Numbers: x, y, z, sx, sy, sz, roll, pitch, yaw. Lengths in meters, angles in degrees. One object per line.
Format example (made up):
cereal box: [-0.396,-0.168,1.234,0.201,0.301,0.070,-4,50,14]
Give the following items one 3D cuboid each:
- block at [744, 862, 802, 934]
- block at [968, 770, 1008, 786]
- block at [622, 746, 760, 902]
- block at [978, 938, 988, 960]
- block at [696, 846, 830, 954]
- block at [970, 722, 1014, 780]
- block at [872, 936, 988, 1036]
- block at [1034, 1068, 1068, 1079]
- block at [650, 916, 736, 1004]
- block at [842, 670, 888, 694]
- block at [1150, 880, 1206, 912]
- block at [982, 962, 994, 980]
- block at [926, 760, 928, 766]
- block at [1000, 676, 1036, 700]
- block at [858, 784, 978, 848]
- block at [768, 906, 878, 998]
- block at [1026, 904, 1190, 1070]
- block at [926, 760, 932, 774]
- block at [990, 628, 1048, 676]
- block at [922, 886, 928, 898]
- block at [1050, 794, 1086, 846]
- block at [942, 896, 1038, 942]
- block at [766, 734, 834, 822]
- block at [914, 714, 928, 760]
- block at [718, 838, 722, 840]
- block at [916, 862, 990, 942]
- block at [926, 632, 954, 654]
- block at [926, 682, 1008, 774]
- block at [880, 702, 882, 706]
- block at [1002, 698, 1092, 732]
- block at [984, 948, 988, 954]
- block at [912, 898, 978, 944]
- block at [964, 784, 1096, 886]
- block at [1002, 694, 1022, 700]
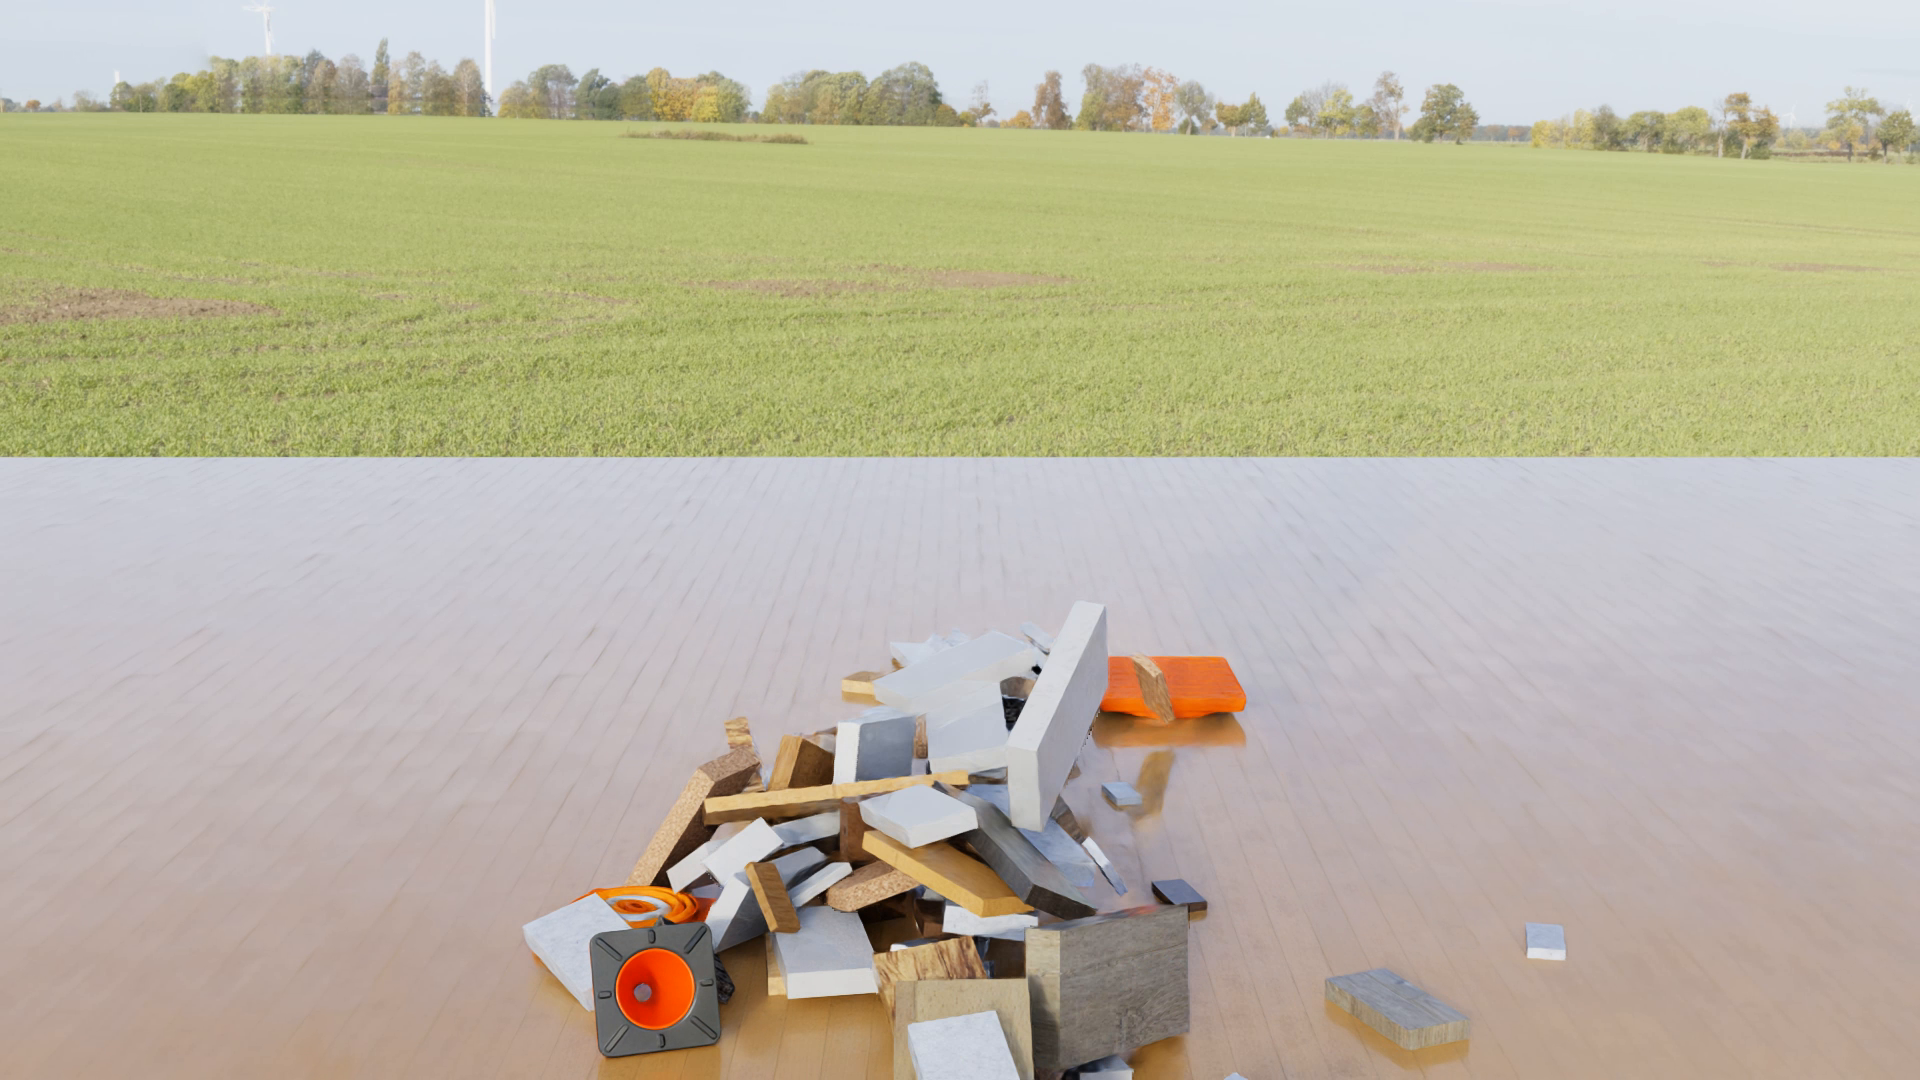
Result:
block: [-0.281,0.537,3.305,0.016,0.112,0.056,-39,-30,22]
block: [0.029,0.469,3.974,0.122,0.035,0.244,7,30,2]
block: [-0.444,0.470,3.634,0.039,0.275,0.138,40,25,15]
block: [0.006,0.633,3.332,0.048,0.014,0.095,5,25,18]
block: [-0.304,0.558,3.421,0.035,0.124,0.248,34,17,20]
block: [0.034,0.380,4.049,0.122,0.035,0.244,7,12,5]
block: [-0.015,0.621,2.796,0.134,0.038,0.268,-9,35,-12]
block: [0.127,0.655,2.911,0.023,0.081,0.163,-8,22,33]
block: [-0.399,0.624,3.277,0.095,0.027,0.190,34,-1,-20]
block: [-0.165,0.330,4.998,0.186,0.026,0.093,5,12,26]
block: [0.361,0.588,3.634,0.056,0.016,0.112,-3,11,-15]
block: [-0.023,0.607,3.037,0.134,0.038,0.268,-1,-8,2]
block: [-0.002,0.413,4.384,0.132,0.037,0.264,-1,21,-2]
block: [0.116,0.291,4.356,0.142,0.040,0.283,13,-3,-2]
block: [-0.066,0.423,3.387,0.110,0.031,0.220,-14,9,-20]
block: [-0.206,0.613,3.293,0.135,0.038,0.269,-2,11,-11]
block: [0.204,0.596,2.962,0.050,0.176,0.352,-3,-4,33]
block: [0.007,0.423,4.187,0.132,0.037,0.264,7,31,3]
block: [0.153,0.272,5.113,0.109,0.031,0.219,44,-12,-27]
block: [0.003,0.553,3.582,0.117,0.033,0.233,3,27,3]
block: [0.154,0.446,3.678,0.029,0.104,0.208,-38,-24,-6]
block: [0.044,0.551,3.317,0.135,0.038,0.269,7,2,0]
block: [-0.238,0.439,3.789,0.039,0.136,0.273,8,-16,30]
block: [-0.037,0.363,4.407,0.132,0.037,0.264,4,22,14]
block: [-0.379,0.532,3.675,0.077,0.022,0.154,-41,-26,19]
block: [0.017,0.548,3.517,0.117,0.033,0.233,10,28,10]
block: [0.005,0.283,5.047,0.117,0.033,0.234,39,-2,-19]
block: [0.011,0.324,3.999,0.142,0.040,0.385,-11,19,1]
block: [-0.129,0.343,4.882,0.050,0.014,0.100,9,31,38]
block: [0.124,0.333,4.257,0.142,0.040,0.284,8,-3,34]
block: [0.012,0.636,3.385,0.048,0.014,0.095,2,11,12]
block: [-0.022,0.574,3.315,0.081,0.023,0.163,7,2,-7]
block: [0.092,0.476,3.577,0.135,0.038,0.358,4,12,-19]
block: [0.153,0.371,4.579,0.138,0.039,0.275,26,4,-15]
